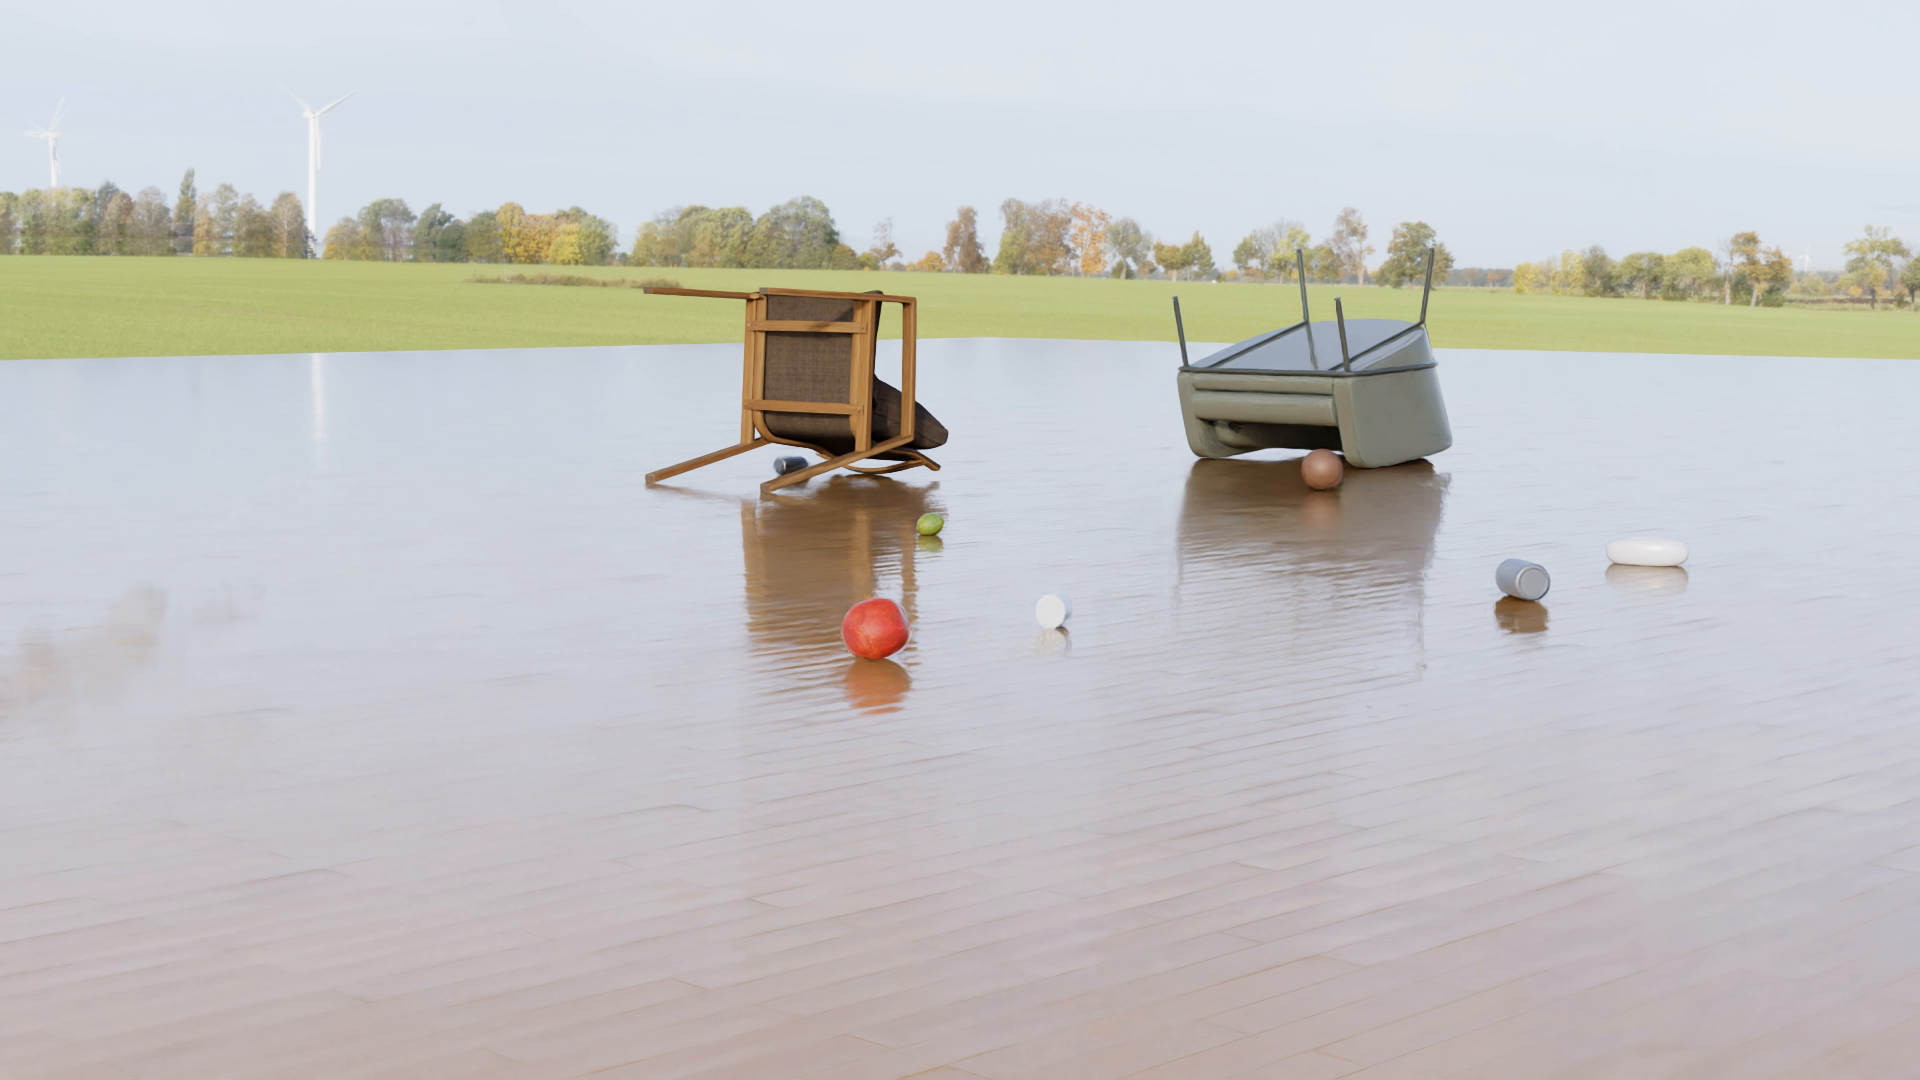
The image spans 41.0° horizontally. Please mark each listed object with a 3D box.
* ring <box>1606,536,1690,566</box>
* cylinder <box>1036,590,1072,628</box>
[{"bbox_3d":[1.572,0.026,5.868,0.188,0.061,0.087,1,8,24],"label":"ring"},{"bbox_3d":[0.177,0.130,4.830,0.057,0.065,0.067,2,6,14],"label":"cylinder"}]
